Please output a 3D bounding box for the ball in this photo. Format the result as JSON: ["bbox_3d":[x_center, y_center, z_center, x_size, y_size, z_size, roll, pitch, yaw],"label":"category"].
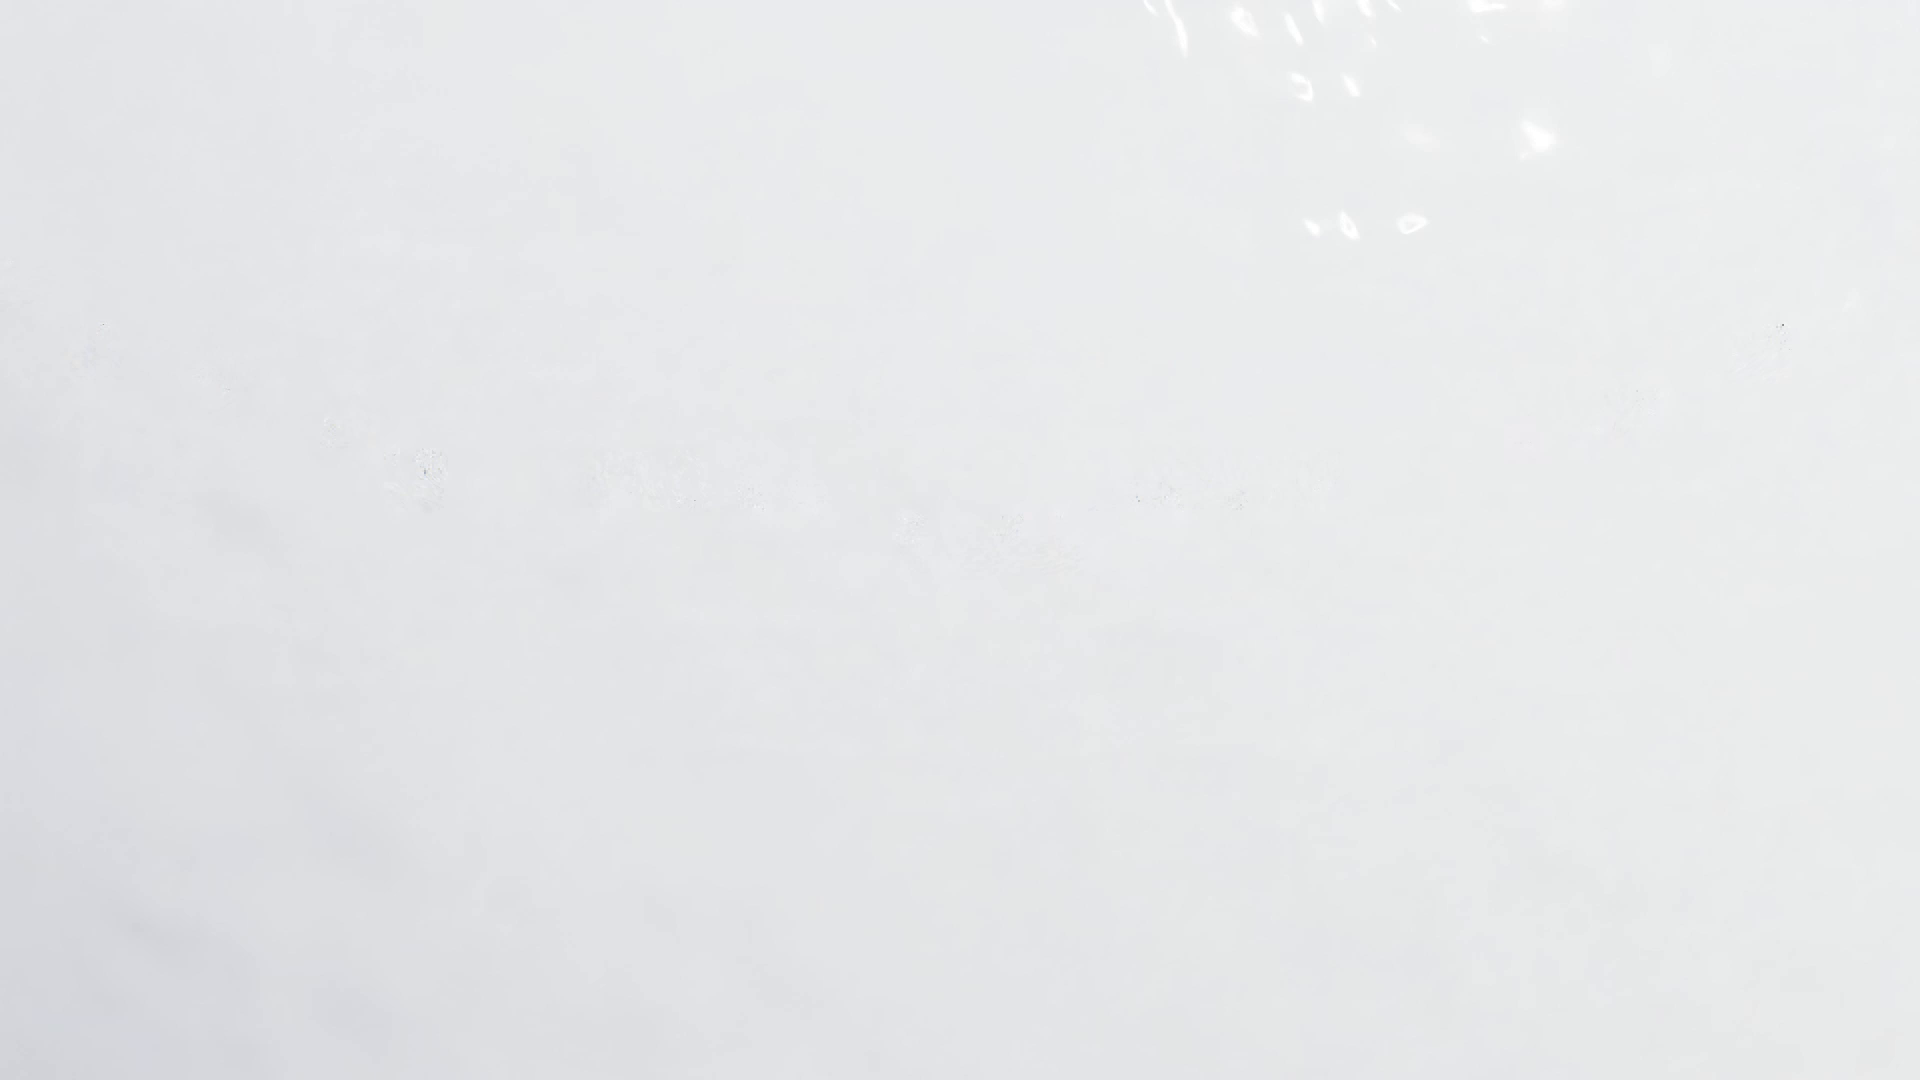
[{"bbox_3d":[0.000,-0.002,0.056,0.080,0.080,0.080,0,4,0],"label":"ball"}]
